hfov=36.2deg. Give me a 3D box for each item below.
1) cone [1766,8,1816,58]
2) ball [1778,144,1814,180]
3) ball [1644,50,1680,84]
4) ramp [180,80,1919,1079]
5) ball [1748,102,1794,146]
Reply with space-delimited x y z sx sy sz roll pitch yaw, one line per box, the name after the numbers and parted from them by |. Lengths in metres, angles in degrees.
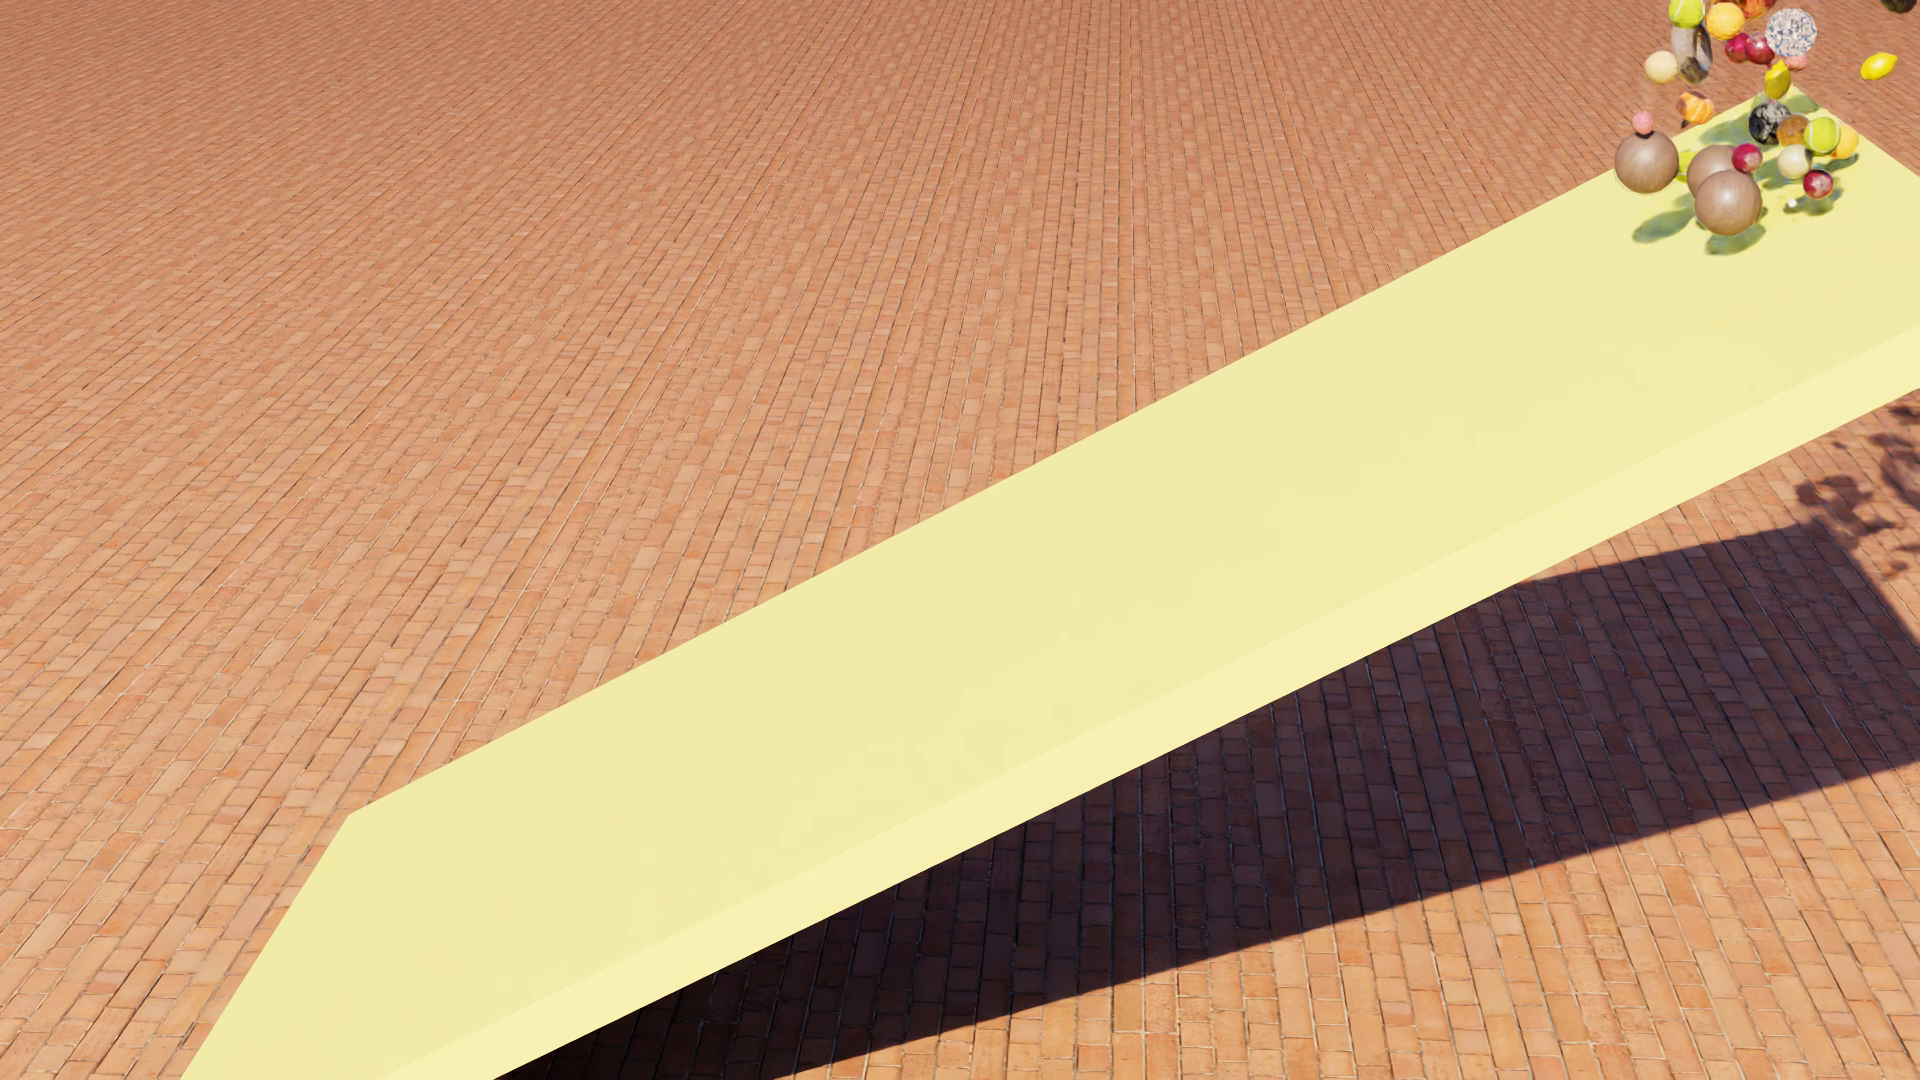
1.556 -0.947 5.506 0.091 0.091 0.091 5 8 16 | cone
1.623 -0.736 5.716 0.068 0.068 0.068 0 18 0 | ball
1.367 -0.921 5.732 0.066 0.066 0.066 0 18 0 | ball
0.141 0.167 6.282 4.000 0.100 2.000 -27 14 11 | ramp
1.665 -0.855 6.041 0.089 0.089 0.089 0 18 0 | ball
